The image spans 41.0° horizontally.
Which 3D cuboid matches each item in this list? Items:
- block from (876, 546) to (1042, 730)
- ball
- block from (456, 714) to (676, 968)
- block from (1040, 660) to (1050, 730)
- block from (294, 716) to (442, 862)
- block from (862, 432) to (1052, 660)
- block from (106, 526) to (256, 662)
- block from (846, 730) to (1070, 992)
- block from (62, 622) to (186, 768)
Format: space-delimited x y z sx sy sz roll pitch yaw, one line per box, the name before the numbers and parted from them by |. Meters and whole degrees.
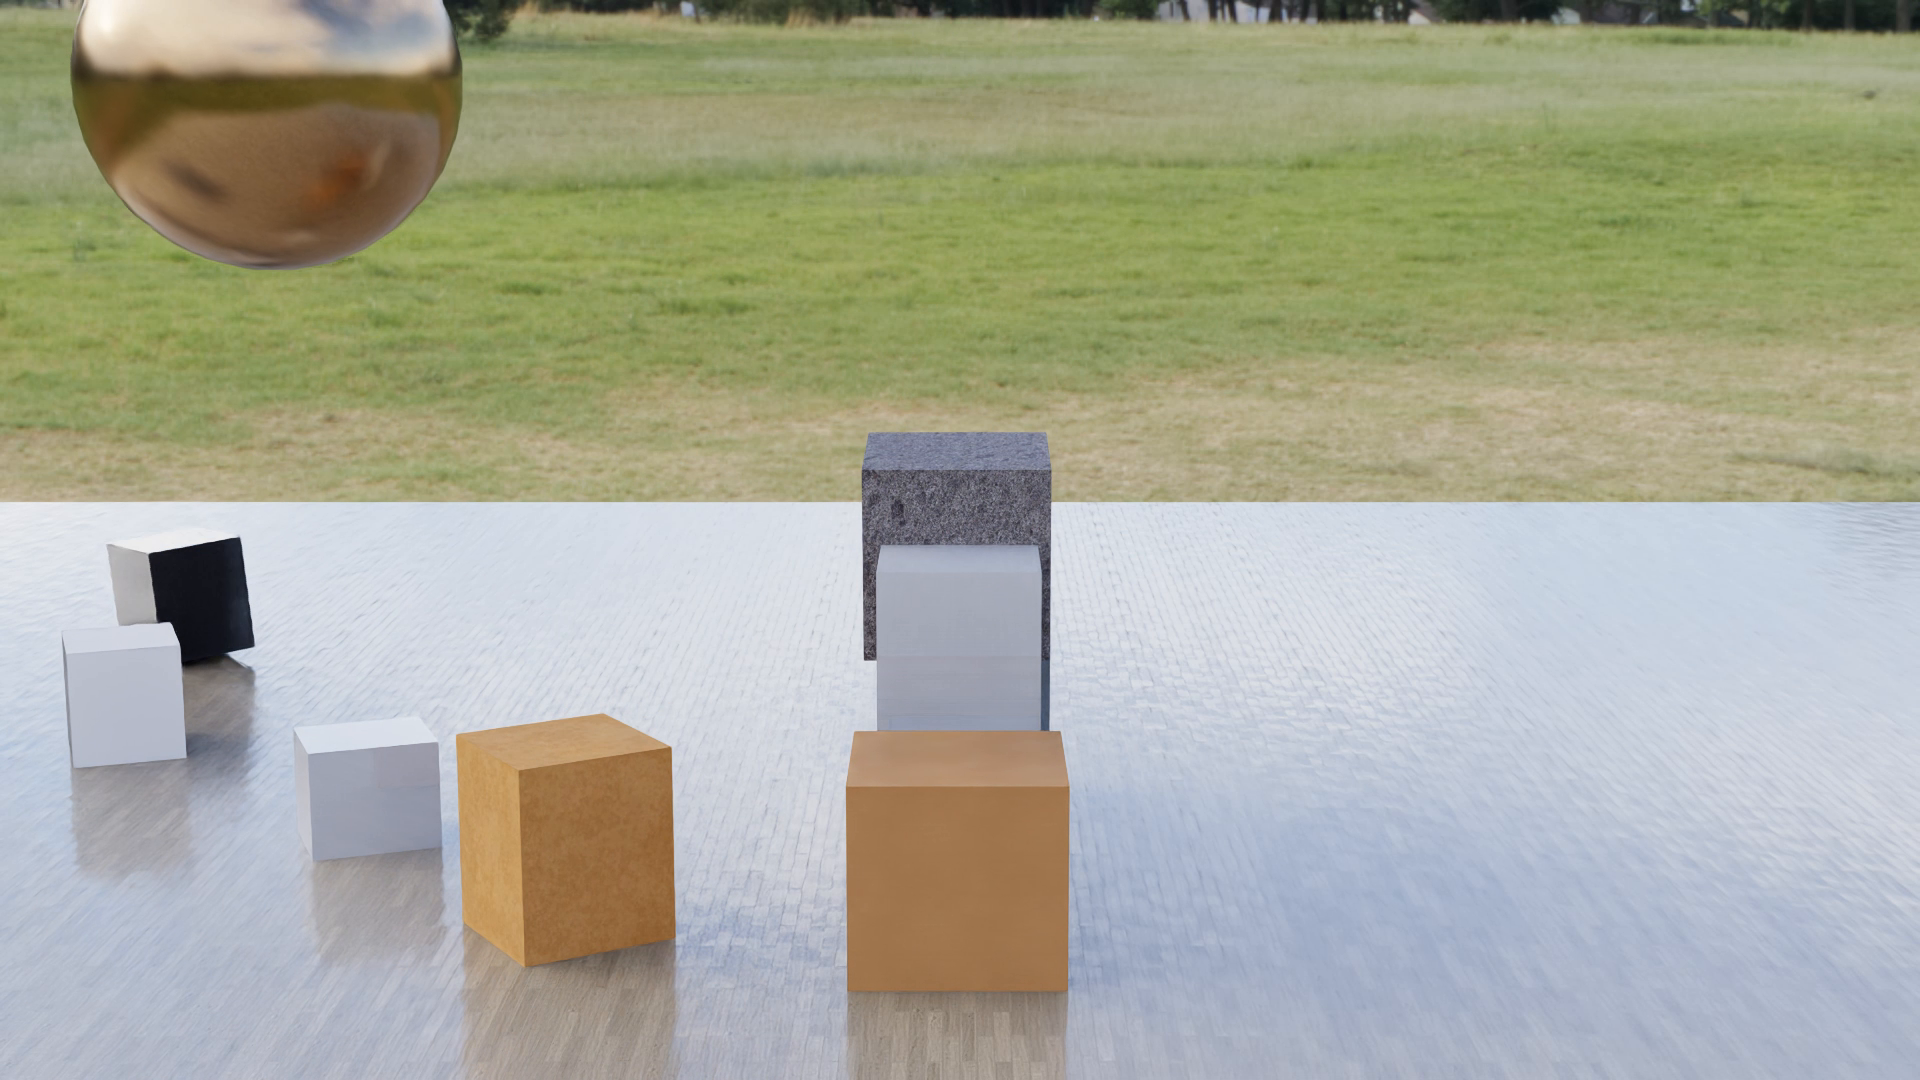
block | -0.004 0.417 11.162 0.696 0.686 0.632 0 10 0
ball | -2.911 -1.940 10.828 1.600 1.600 1.600 0 10 0
block | -1.628 1.220 10.587 0.665 0.811 0.665 -6 12 -32
block | 0.015 0.821 12.456 0.810 0.928 0.834 0 10 0
block | -2.745 1.143 11.879 0.583 0.500 0.505 -4 11 -21
block | -0.013 0.016 11.844 0.840 0.878 0.842 0 14 0
block | -4.744 0.335 15.617 0.576 0.686 0.664 -13 13 -37
block | -0.010 1.270 10.288 0.856 0.820 0.844 0 10 0
block | -4.389 0.805 13.458 0.556 0.601 0.601 -4 11 -21
